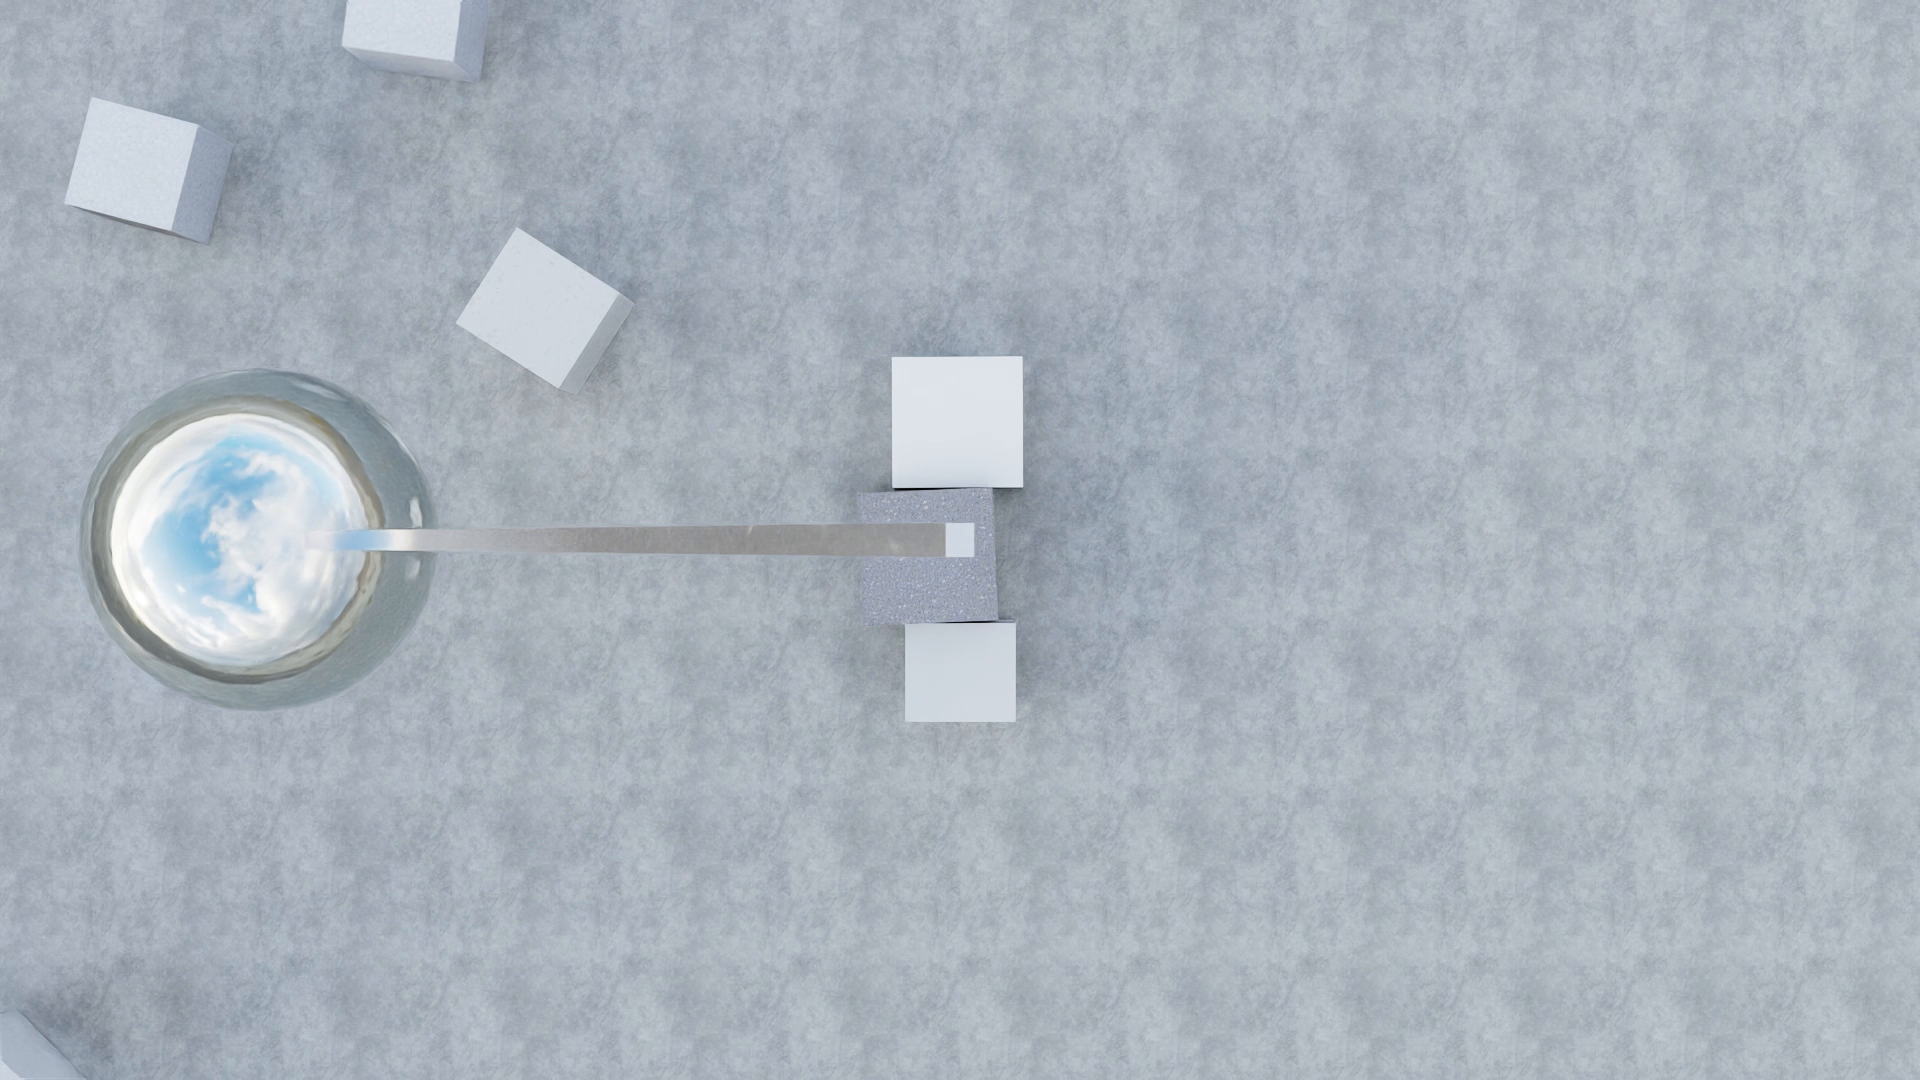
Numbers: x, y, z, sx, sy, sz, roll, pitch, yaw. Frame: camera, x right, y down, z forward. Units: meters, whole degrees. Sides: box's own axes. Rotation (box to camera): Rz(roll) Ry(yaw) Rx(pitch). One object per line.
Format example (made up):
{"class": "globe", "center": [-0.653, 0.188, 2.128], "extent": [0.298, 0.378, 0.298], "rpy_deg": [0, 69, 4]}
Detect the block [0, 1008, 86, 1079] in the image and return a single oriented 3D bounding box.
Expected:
{"class": "block", "center": [-5.580, 3.232, 12.709], "extent": [0.667, 0.582, 0.652], "rpy_deg": [45, 90, 0]}

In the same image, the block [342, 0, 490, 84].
{"class": "block", "center": [-3.113, -3.079, 12.681], "extent": [0.636, 0.639, 0.686], "rpy_deg": [8, 91, 1]}

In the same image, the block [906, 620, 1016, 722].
{"class": "block", "center": [0.003, 0.748, 12.707], "extent": [0.622, 0.587, 0.556], "rpy_deg": [0, 90, 0]}

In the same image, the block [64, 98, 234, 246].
{"class": "block", "center": [-4.672, -2.120, 12.698], "extent": [0.621, 0.605, 0.619], "rpy_deg": [15, 90, 0]}

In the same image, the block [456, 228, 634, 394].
{"class": "block", "center": [-2.384, -1.311, 12.707], "extent": [0.688, 0.585, 0.642], "rpy_deg": [33, 90, 0]}

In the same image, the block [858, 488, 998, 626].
{"class": "block", "center": [-0.179, 0.093, 12.638], "extent": [0.754, 0.724, 0.741], "rpy_deg": [-3, 90, 0]}

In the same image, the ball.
{"class": "ball", "center": [-3.240, 0.000, 10.227], "extent": [1.600, 1.600, 1.600], "rpy_deg": [0, 90, 0]}

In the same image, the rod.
{"class": "rod", "center": [-1.404, 0.000, 7.365], "extent": [0.080, 5.200, 0.080], "rpy_deg": [0, 90, -33]}

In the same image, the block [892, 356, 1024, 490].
{"class": "block", "center": [-0.014, -0.664, 12.692], "extent": [0.736, 0.615, 0.735], "rpy_deg": [0, 90, 0]}
